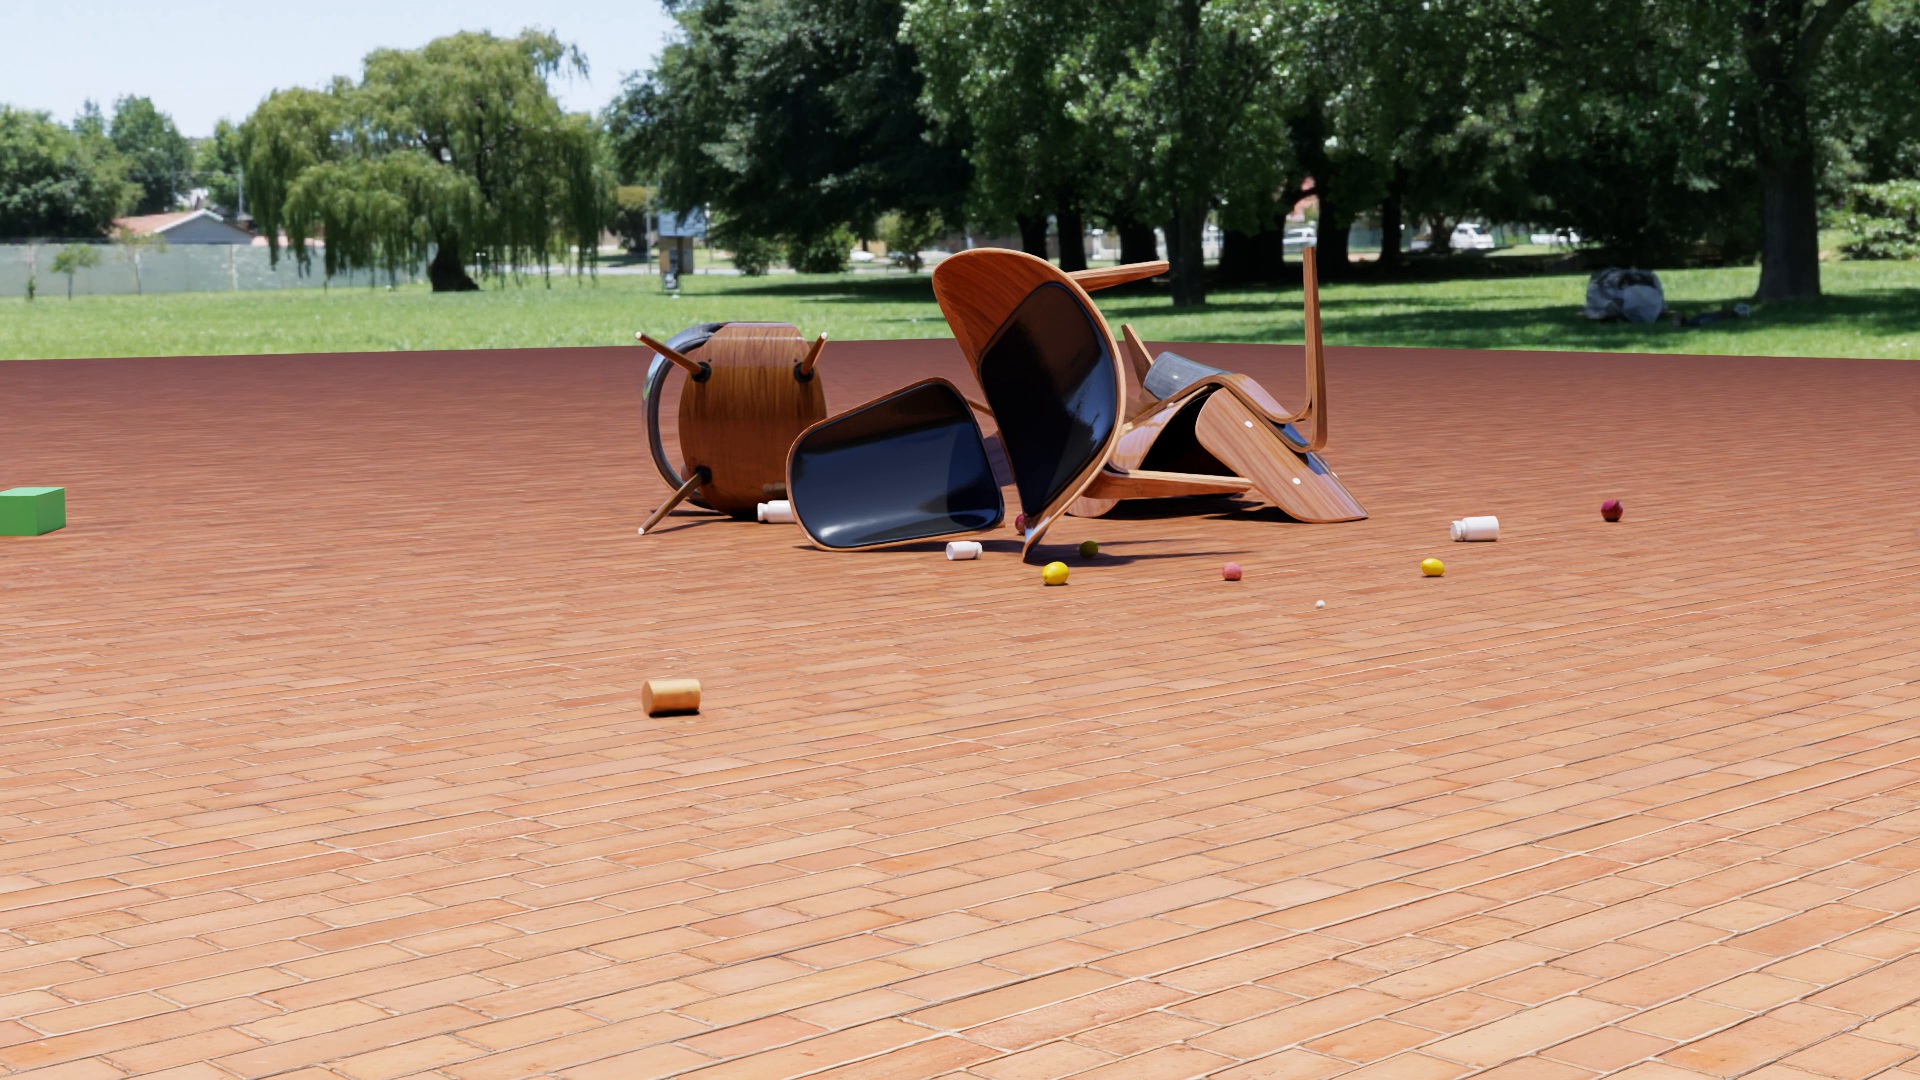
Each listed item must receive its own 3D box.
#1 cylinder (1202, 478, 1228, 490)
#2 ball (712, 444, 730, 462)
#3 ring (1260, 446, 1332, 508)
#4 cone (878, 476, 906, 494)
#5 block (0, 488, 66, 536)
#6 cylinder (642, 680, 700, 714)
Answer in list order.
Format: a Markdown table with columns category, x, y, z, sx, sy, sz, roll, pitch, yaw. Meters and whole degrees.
| category | x | y | z | sx | sy | sz | roll | pitch | yaw |
| --- | --- | --- | --- | --- | --- | --- | --- | --- | --- |
| cylinder | 0.787 | -0.172 | 7.904 | 0.073 | 0.034 | 0.058 | 0 | 18 | 3 |
| ball | -0.848 | -0.308 | 9.092 | 0.064 | 0.064 | 0.064 | 0 | 6 | 0 |
| ring | 0.954 | -0.176 | 7.286 | 0.212 | 0.183 | 0.105 | 11 | -14 | -11 |
| cone | -0.187 | -0.152 | 7.753 | 0.069 | 0.059 | 0.108 | 34 | 24 | 35 |
| block | -2.411 | -0.074 | 6.630 | 0.121 | 0.102 | 0.249 | 0 | 6 | -3 |
| cylinder | -0.435 | 0.237 | 3.868 | 0.075 | 0.047 | 0.061 | -2 | -22 | -23 |
